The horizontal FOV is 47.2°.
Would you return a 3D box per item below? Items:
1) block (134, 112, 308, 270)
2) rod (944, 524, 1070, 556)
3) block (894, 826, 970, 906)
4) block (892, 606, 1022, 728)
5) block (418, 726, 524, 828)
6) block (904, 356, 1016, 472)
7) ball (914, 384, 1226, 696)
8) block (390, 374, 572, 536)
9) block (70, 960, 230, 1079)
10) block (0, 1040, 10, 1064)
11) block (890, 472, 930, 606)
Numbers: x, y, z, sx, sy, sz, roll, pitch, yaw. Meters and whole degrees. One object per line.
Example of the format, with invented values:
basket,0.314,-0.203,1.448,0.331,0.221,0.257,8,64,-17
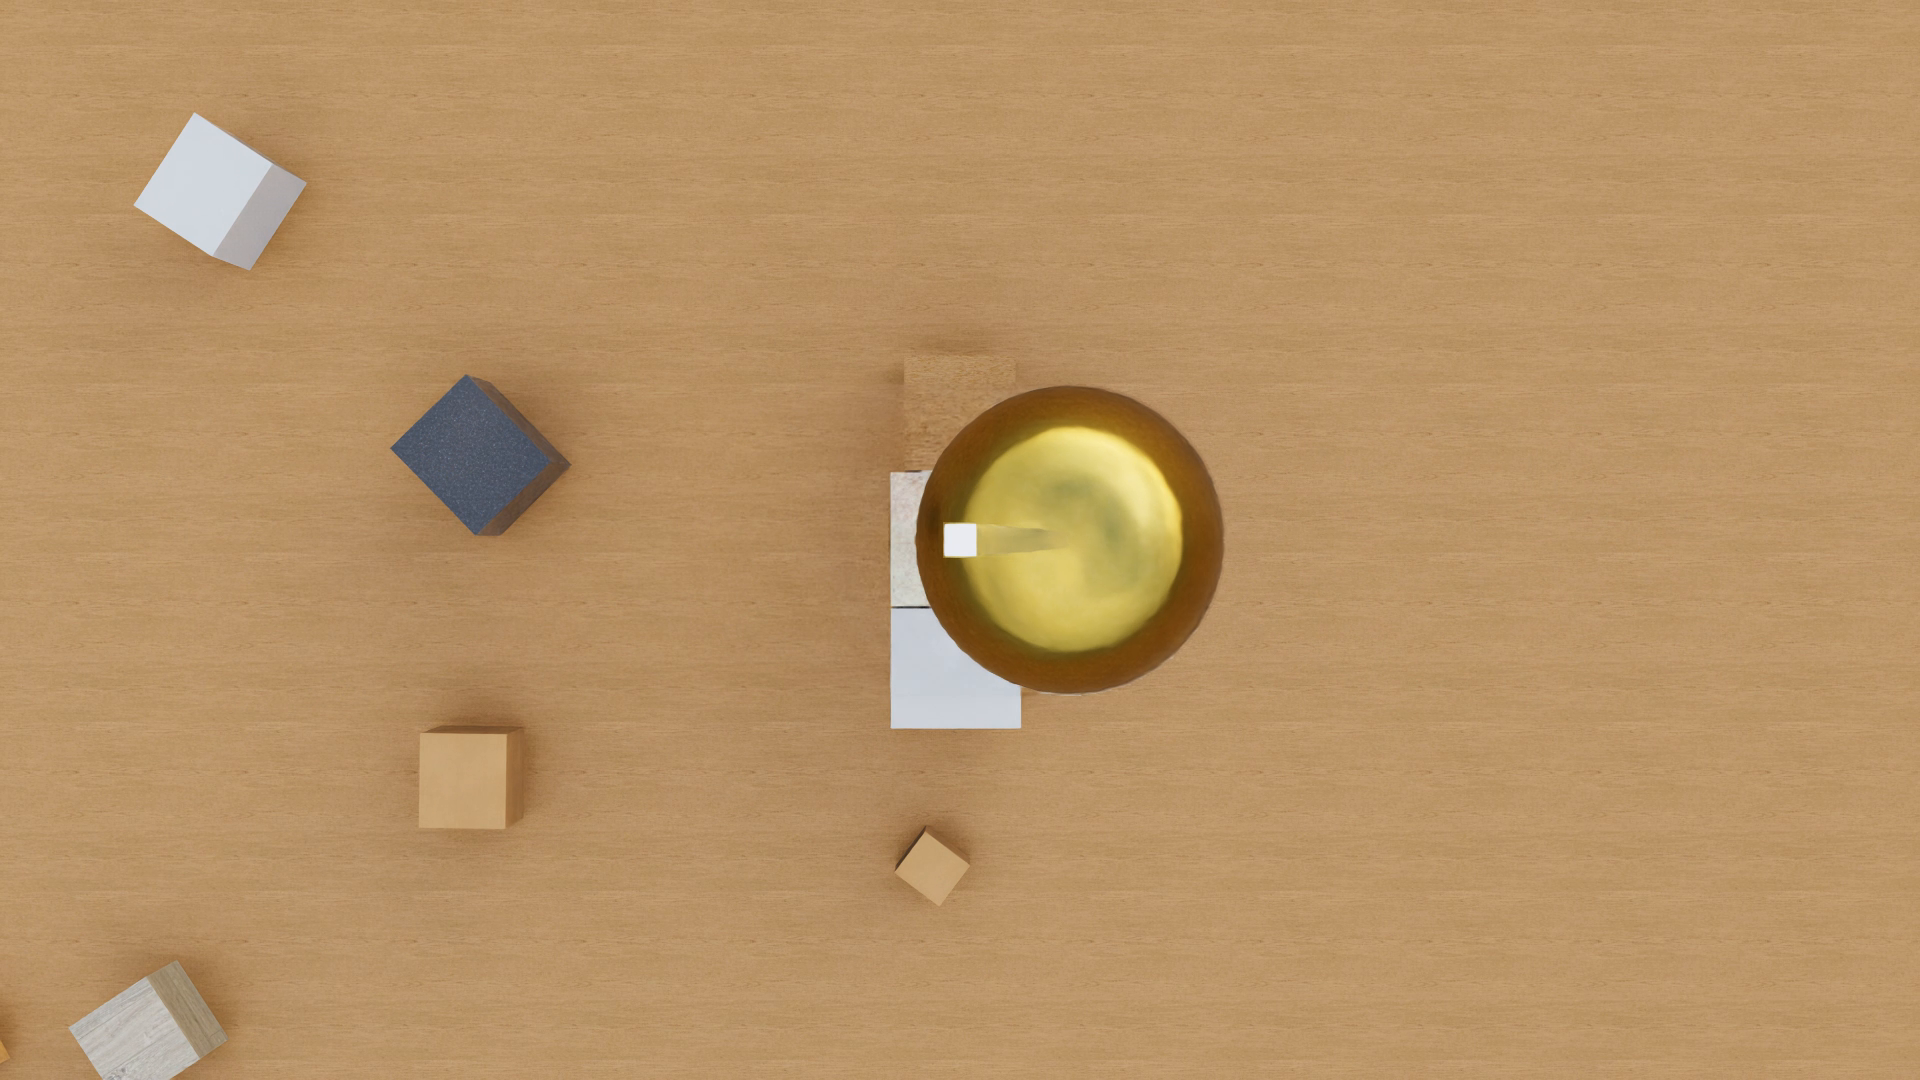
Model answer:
block,-4.248,-1.996,12.671,0.524,0.658,0.621,33,90,0
rod,0.245,0.000,7.982,0.080,5.200,0.080,0,90,5
block,-0.160,1.900,12.849,0.325,0.303,0.297,37,90,0
block,-0.022,0.718,12.638,0.726,0.724,0.667,0,90,0
block,-2.823,1.368,12.741,0.491,0.517,0.537,1,90,0
block,0.000,-0.720,12.737,0.632,0.526,0.653,0,90,0
ball,0.565,0.000,11.367,1.600,1.600,1.600,0,90,0
block,-2.747,-0.478,12.672,0.595,0.657,0.686,-44,90,0
block,-4.693,2.861,12.749,0.526,0.503,0.562,-33,90,0
block,-5.908,2.962,12.813,0.420,0.375,0.457,-29,90,0
block,-0.004,-0.009,12.655,0.769,0.690,0.752,0,90,0
